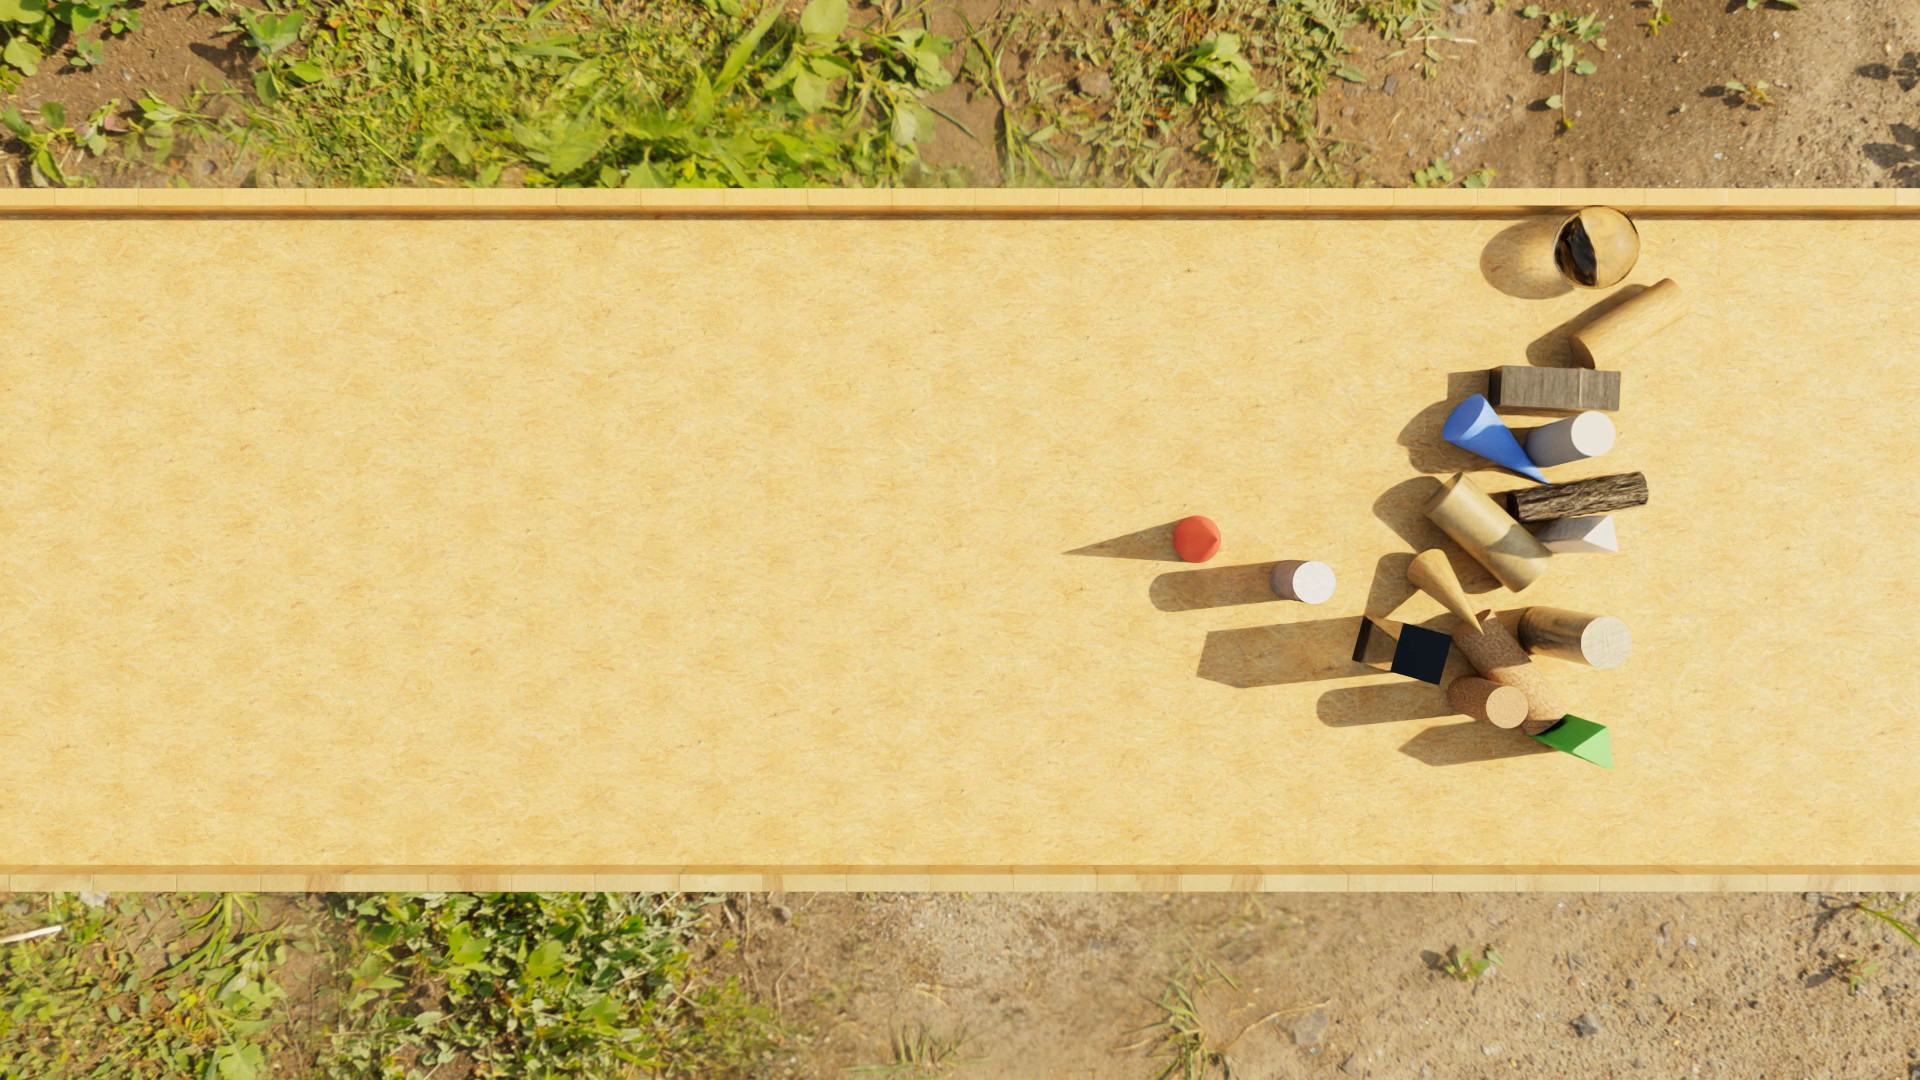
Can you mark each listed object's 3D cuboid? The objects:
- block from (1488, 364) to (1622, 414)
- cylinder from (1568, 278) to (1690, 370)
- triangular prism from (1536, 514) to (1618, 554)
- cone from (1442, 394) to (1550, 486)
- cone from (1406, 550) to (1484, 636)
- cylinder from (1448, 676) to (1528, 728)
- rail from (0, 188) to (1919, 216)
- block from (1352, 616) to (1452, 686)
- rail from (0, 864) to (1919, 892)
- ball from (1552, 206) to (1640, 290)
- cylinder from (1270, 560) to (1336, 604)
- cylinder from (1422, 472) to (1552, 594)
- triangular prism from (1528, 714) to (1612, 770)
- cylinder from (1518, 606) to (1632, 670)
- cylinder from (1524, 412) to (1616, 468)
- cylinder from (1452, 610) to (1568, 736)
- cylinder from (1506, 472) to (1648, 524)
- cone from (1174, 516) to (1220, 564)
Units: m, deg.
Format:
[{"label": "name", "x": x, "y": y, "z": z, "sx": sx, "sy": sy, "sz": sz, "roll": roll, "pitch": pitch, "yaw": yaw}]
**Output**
[{"label": "block", "x": 1.806, "y": -0.457, "z": 5.016, "sx": 0.358, "sy": 0.120, "sz": 0.120, "roll": 3, "pitch": 90, "yaw": 0}, {"label": "cylinder", "x": 2.031, "y": -0.653, "z": 5.010, "sx": 0.333, "sy": 0.131, "sz": 0.131, "roll": -31, "pitch": 90, "yaw": 0}, {"label": "triangular prism", "x": 1.833, "y": -0.025, "z": 4.899, "sx": 0.108, "sy": 0.350, "sz": 0.093, "roll": 19, "pitch": 87, "yaw": -5}, {"label": "cone", "x": 1.672, "y": -0.267, "z": 5.035, "sx": 0.371, "sy": 0.172, "sz": 0.172, "roll": 35, "pitch": 90, "yaw": -13}, {"label": "cone", "x": 1.474, "y": 0.181, "z": 4.910, "sx": 0.134, "sy": 0.330, "sz": 0.134, "roll": -12, "pitch": 131, "yaw": -14}, {"label": "cylinder", "x": 1.559, "y": 0.476, "z": 4.887, "sx": 0.120, "sy": 0.379, "sz": 0.120, "roll": 0, "pitch": 90, "yaw": 0}, {"label": "rail", "x": -2.247, "y": -1.025, "z": 5.002, "sx": 12.000, "sy": 0.150, "sz": 0.050, "roll": 0, "pitch": 90, "yaw": 0}, {"label": "block", "x": 1.293, "y": 0.319, "z": 4.850, "sx": 0.143, "sy": 0.452, "sz": 0.143, "roll": 15, "pitch": 90, "yaw": 0}, {"label": "rail", "x": -2.247, "y": 1.025, "z": 5.001, "sx": 12.000, "sy": 0.150, "sz": 0.050, "roll": 0, "pitch": 90, "yaw": 0}, {"label": "ball", "x": 1.910, "y": -0.876, "z": 4.953, "sx": 0.247, "sy": 0.247, "sz": 0.247, "roll": 0, "pitch": 90, "yaw": 0}, {"label": "cylinder", "x": 1.015, "y": 0.122, "z": 4.901, "sx": 0.123, "sy": 0.351, "sz": 0.123, "roll": 0, "pitch": 90, "yaw": 0}, {"label": "cylinder", "x": 1.596, "y": -0.022, "z": 4.993, "sx": 0.365, "sy": 0.167, "sz": 0.167, "roll": 42, "pitch": 90, "yaw": 0}, {"label": "triangular prism", "x": 1.823, "y": 0.577, "z": 4.887, "sx": 0.124, "sy": 0.375, "sz": 0.107, "roll": 25, "pitch": 91, "yaw": -1}, {"label": "cylinder", "x": 1.805, "y": 0.283, "z": 4.860, "sx": 0.150, "sy": 0.420, "sz": 0.150, "roll": 0, "pitch": 92, "yaw": -5}, {"label": "cylinder", "x": 1.806, "y": -0.296, "z": 4.900, "sx": 0.130, "sy": 0.344, "sz": 0.130, "roll": 0, "pitch": 87, "yaw": -3}, {"label": "cylinder", "x": 1.667, "y": 0.400, "z": 5.004, "sx": 0.144, "sy": 0.144, "sz": 0.374, "roll": -39, "pitch": 90, "yaw": 0}, {"label": "cylinder", "x": 1.879, "y": -0.127, "z": 5.024, "sx": 0.394, "sy": 0.104, "sz": 0.104, "roll": -9, "pitch": 90, "yaw": 0}, {"label": "cone", "x": 0.730, "y": -0.002, "z": 4.873, "sx": 0.148, "sy": 0.407, "sz": 0.148, "roll": 0, "pitch": 90, "yaw": 0}]
